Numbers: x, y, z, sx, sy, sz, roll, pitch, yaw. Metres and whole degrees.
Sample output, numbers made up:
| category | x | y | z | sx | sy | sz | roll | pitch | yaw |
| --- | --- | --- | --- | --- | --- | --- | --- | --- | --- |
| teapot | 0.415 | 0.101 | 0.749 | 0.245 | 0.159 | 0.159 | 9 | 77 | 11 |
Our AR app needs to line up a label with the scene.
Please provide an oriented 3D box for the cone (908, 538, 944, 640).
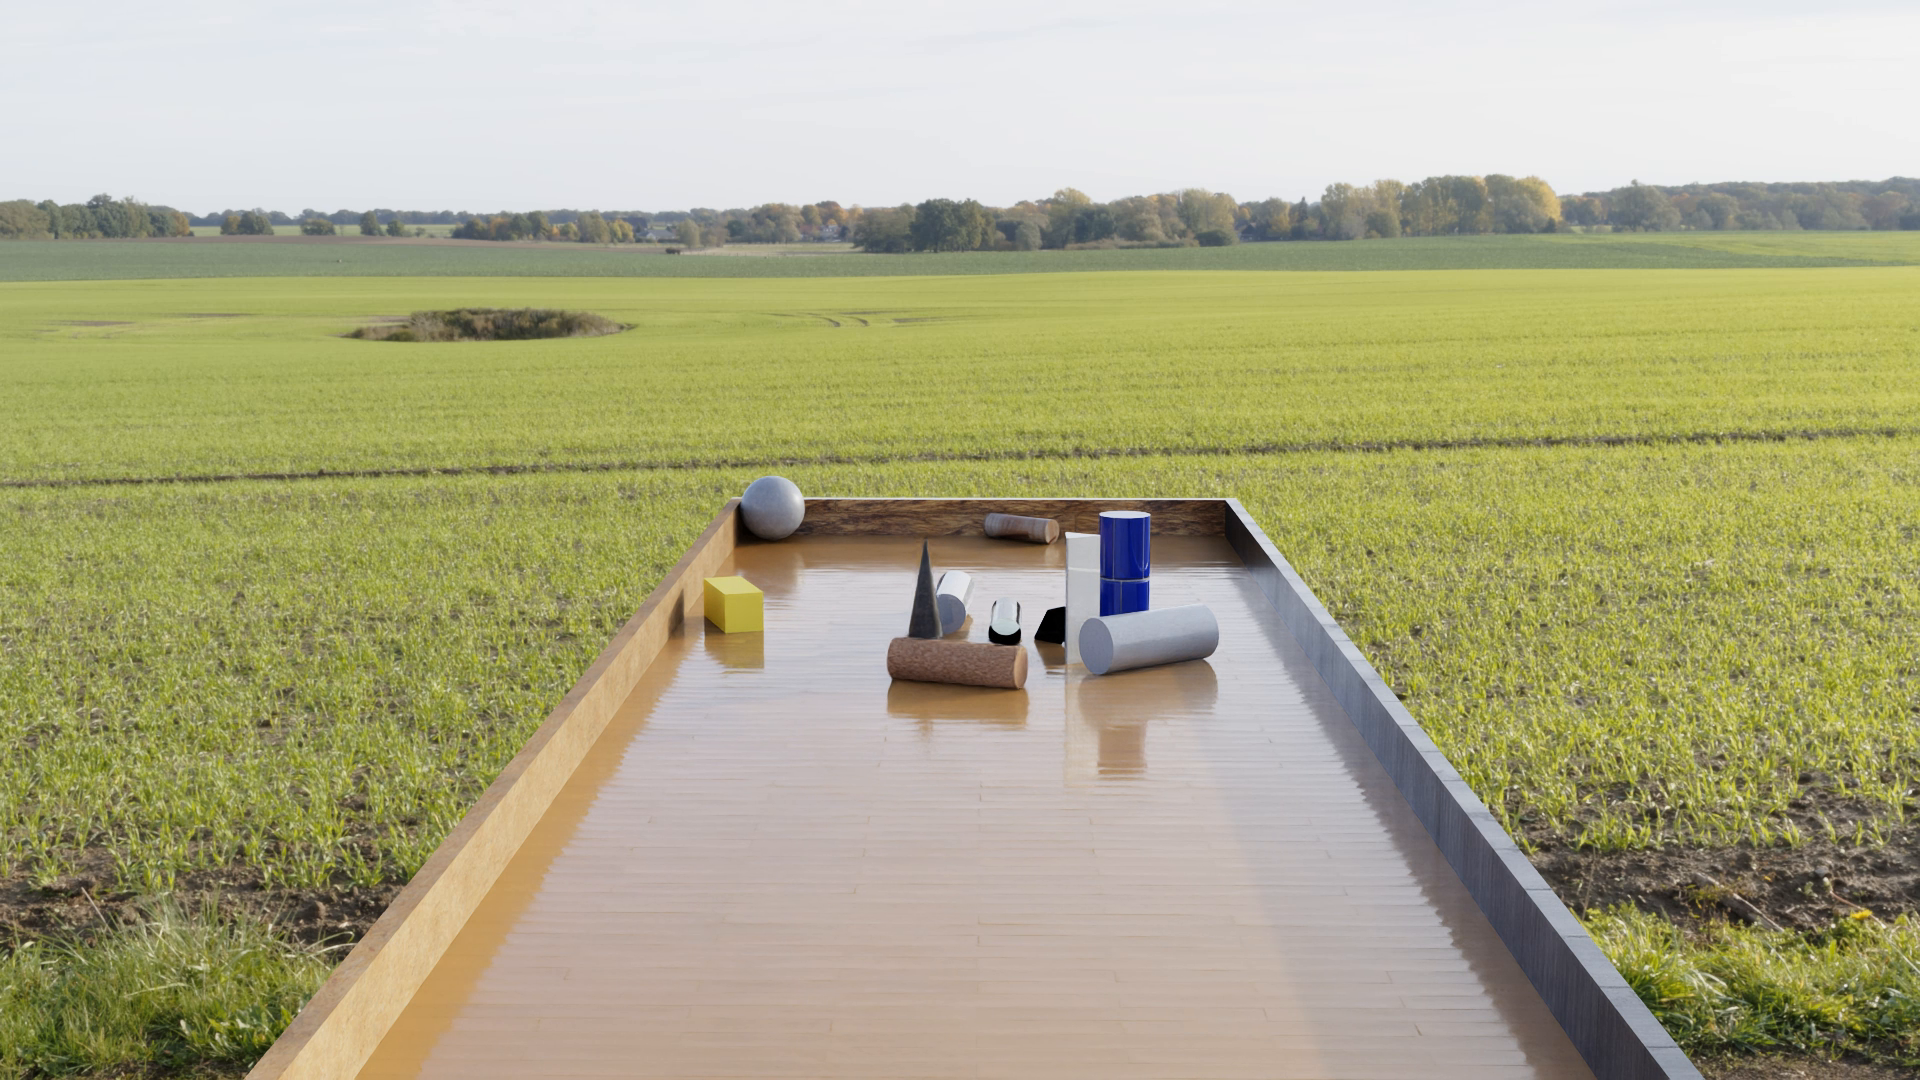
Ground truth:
| category | x | y | z | sx | sy | sz | roll | pitch | yaw |
| --- | --- | --- | --- | --- | --- | --- | --- | --- | --- |
| cone | -0.108 | 0.157 | 6.889 | 0.122 | 0.352 | 0.122 | 0 | 10 | 0 |

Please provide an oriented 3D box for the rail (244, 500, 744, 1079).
| category | x | y | z | sx | sy | sz | roll | pitch | yaw |
| --- | --- | --- | --- | --- | --- | --- | --- | --- | --- |
| rail | -1.004 | 0.839 | 3.234 | 0.050 | 0.150 | 12.000 | 0 | 9 | 1 |

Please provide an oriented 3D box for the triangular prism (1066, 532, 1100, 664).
| category | x | y | z | sx | sy | sz | roll | pitch | yaw |
| --- | --- | --- | --- | --- | --- | --- | --- | --- | --- |
| triangular prism | 0.348 | 0.173 | 6.685 | 0.117 | 0.385 | 0.102 | -5 | 10 | -28 |

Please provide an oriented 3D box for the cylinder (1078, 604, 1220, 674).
| category | x | y | z | sx | sy | sz | roll | pitch | yaw |
| --- | --- | --- | --- | --- | --- | --- | --- | --- | --- |
| cylinder | 0.569 | 0.296 | 6.606 | 0.405 | 0.169 | 0.169 | -6 | 11 | -34 |

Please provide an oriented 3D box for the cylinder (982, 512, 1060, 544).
| category | x | y | z | sx | sy | sz | roll | pitch | yaw |
| --- | --- | --- | --- | --- | --- | --- | --- | --- | --- |
| cylinder | 0.249 | -0.048 | 8.991 | 0.314 | 0.100 | 0.100 | 7 | 11 | 38 |

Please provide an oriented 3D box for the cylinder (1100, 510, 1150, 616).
| category | x | y | z | sx | sy | sz | roll | pitch | yaw |
| --- | --- | --- | --- | --- | --- | --- | --- | --- | --- |
| cylinder | 0.517 | 0.123 | 6.925 | 0.160 | 0.410 | 0.160 | 0 | 9 | 0 |

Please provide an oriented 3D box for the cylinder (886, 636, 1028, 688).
| category | x | y | z | sx | sy | sz | roll | pitch | yaw |
| --- | --- | --- | --- | --- | --- | --- | --- | --- | --- |
| cylinder | -0.007 | 0.354 | 6.381 | 0.393 | 0.123 | 0.123 | 3 | 10 | 21 |

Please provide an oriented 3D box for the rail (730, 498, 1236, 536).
| category | x | y | z | sx | sy | sz | roll | pitch | yaw |
| --- | --- | --- | --- | --- | --- | --- | --- | --- | --- |
| rail | 0.099 | -0.098 | 9.147 | 2.100 | 0.150 | 0.050 | 0 | 9 | 1 |

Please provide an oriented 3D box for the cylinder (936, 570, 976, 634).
| category | x | y | z | sx | sy | sz | roll | pitch | yaw |
| --- | --- | --- | --- | --- | --- | --- | --- | --- | --- |
| cylinder | -0.030 | 0.203 | 7.306 | 0.132 | 0.132 | 0.440 | 1 | 9 | 4 |

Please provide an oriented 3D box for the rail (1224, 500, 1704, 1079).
| category | x | y | z | sx | sy | sz | roll | pitch | yaw |
| --- | --- | --- | --- | --- | --- | --- | --- | --- | --- |
| rail | 1.046 | 0.843 | 3.208 | 0.050 | 0.150 | 12.000 | 0 | 9 | 1 |

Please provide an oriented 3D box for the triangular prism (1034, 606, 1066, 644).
| category | x | y | z | sx | sy | sz | roll | pitch | yaw |
| --- | --- | --- | --- | --- | --- | --- | --- | --- | --- |
| triangular prism | 0.434 | 0.243 | 7.128 | 0.118 | 0.102 | 0.457 | 8 | 12 | 42 |

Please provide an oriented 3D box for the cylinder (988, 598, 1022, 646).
| category | x | y | z | sx | sy | sz | roll | pitch | yaw |
| --- | --- | --- | --- | --- | --- | --- | --- | --- | --- |
| cylinder | 0.145 | 0.265 | 7.009 | 0.103 | 0.103 | 0.349 | 0 | 9 | 2 |

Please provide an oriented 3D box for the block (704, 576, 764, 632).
| category | x | y | z | sx | sy | sz | roll | pitch | yaw |
| --- | --- | --- | --- | --- | --- | --- | --- | --- | --- |
| block | -0.750 | 0.211 | 7.270 | 0.127 | 0.127 | 0.318 | -3 | 10 | -19 |

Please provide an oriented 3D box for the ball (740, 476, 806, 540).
| category | x | y | z | sx | sy | sz | roll | pitch | yaw |
| --- | --- | --- | --- | --- | --- | --- | --- | --- | --- |
| ball | -0.766 | -0.131 | 8.994 | 0.264 | 0.264 | 0.264 | 0 | 9 | 0 |
